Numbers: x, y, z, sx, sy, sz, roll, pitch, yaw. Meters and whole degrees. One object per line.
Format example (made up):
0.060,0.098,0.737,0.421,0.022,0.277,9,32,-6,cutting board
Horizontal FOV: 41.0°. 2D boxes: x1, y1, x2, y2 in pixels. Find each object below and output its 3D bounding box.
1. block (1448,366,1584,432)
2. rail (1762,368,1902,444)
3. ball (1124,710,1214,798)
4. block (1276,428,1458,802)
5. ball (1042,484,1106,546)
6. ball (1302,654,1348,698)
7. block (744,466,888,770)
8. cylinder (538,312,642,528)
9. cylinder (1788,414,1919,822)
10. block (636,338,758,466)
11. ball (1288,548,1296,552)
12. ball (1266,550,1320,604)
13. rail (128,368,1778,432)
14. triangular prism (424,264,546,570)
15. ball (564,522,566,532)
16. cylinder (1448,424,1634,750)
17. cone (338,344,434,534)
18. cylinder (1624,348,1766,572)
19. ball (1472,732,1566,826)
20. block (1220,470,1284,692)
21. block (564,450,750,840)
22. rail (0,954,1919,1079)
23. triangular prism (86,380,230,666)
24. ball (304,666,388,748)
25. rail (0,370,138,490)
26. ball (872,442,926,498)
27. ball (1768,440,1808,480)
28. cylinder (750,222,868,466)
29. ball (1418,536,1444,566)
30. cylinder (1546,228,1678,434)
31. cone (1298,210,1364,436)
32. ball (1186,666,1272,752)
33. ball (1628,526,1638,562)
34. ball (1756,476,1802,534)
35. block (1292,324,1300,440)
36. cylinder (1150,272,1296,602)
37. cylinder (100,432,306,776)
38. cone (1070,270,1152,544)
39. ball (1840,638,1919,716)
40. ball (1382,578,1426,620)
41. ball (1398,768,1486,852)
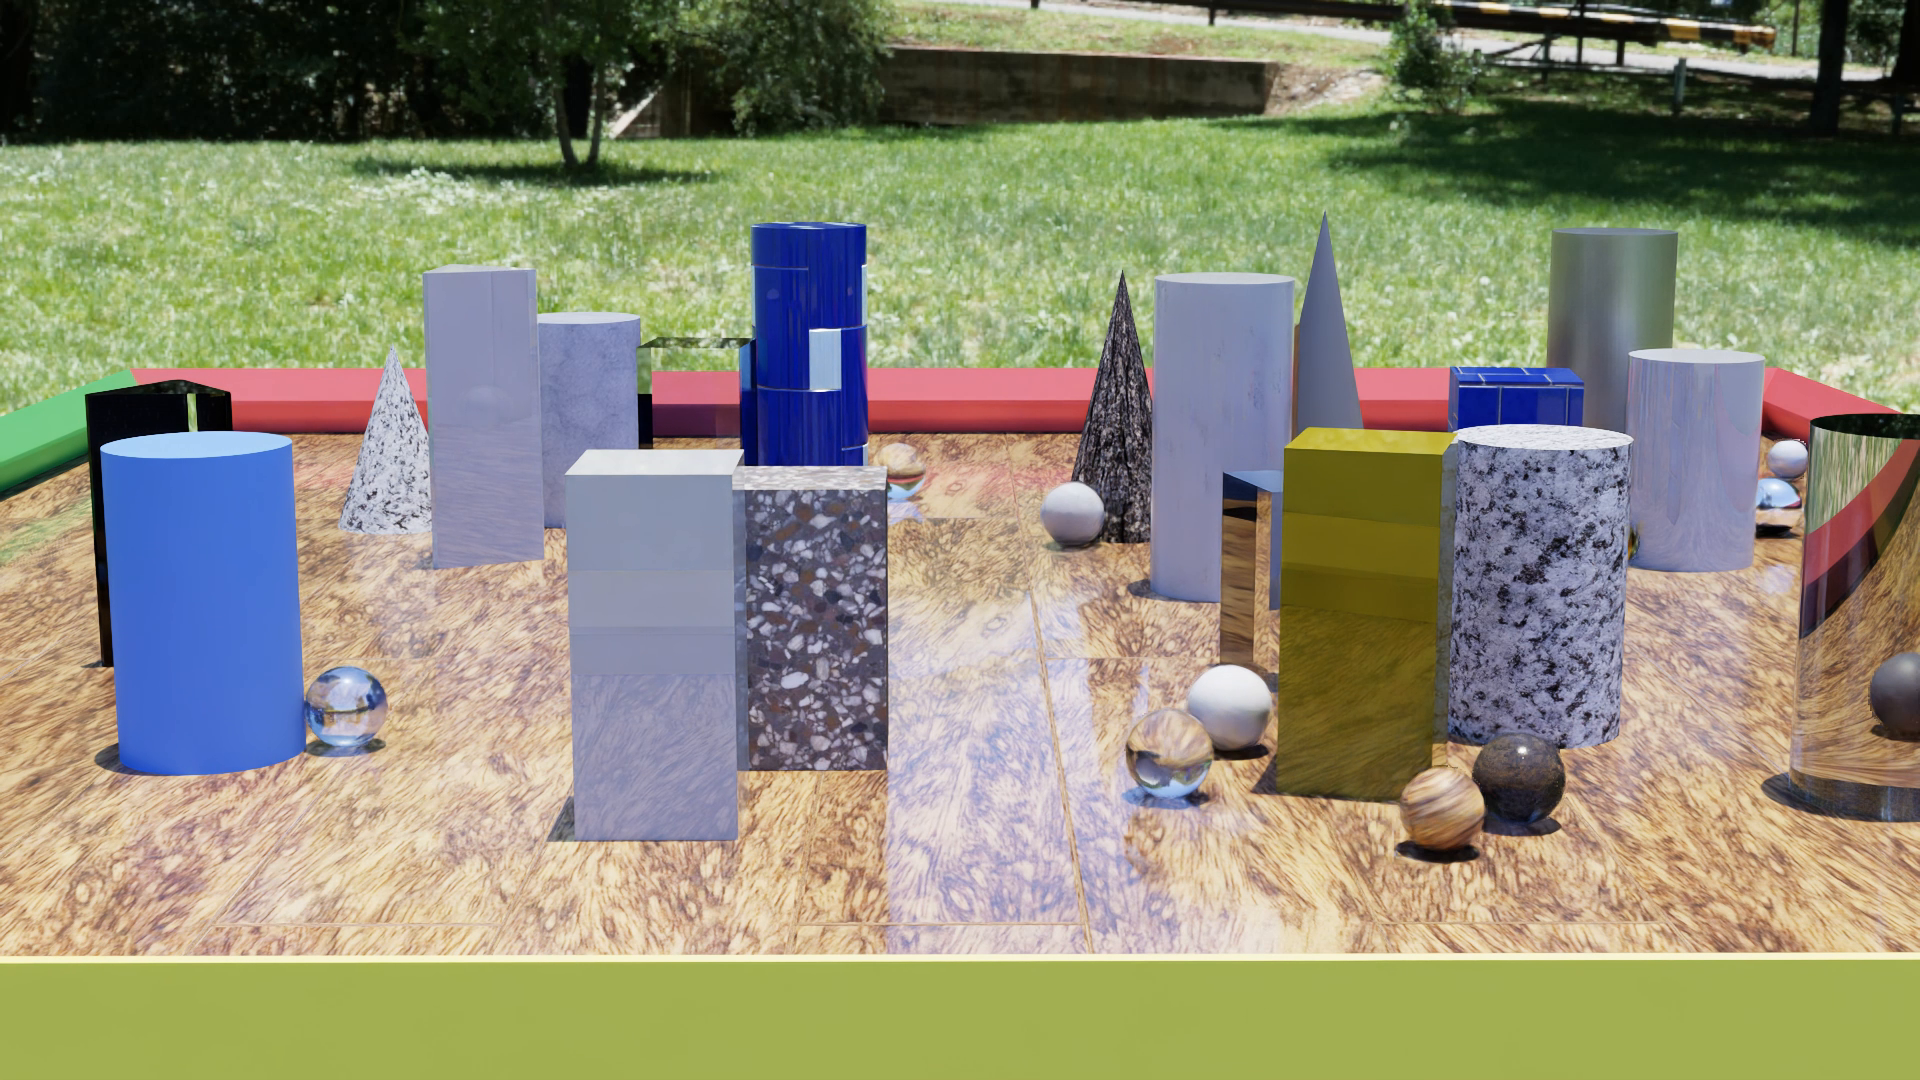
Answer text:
0.716,-0.051,3.340,0.155,0.331,0.155,1,11,6,block
1.625,0.031,3.458,0.045,0.126,3.436,0,11,0,rail
0.210,0.214,2.574,0.089,0.089,0.089,0,11,0,ball
0.416,0.073,2.618,0.155,0.352,0.155,3,11,16,block
0.173,-0.039,3.916,0.097,0.097,0.097,0,11,0,ball
0.424,0.158,2.979,0.052,0.052,0.052,0,11,0,ball
-0.155,0.080,2.728,0.155,0.297,0.155,0,11,-1,block
-0.609,-0.196,4.137,0.193,0.326,0.193,0,11,0,cylinder
0.938,0.072,2.558,0.193,0.375,0.193,0,11,0,cylinder
-0.399,-0.149,3.932,0.155,0.308,0.155,1,11,5,block
0.468,0.034,3.669,0.044,0.044,0.044,0,11,0,ball
0.454,0.051,3.497,0.073,0.073,0.073,0,11,0,ball
-0.010,-0.277,5.115,3.298,0.126,0.045,0,11,0,rail
-0.725,-0.188,3.805,0.167,0.431,0.145,-5,12,-27,triangular prism
-0.549,-0.020,3.845,0.086,0.086,0.086,0,11,0,ball
0.634,0.048,2.824,0.193,0.326,0.193,0,11,0,cylinder
-0.899,-0.170,4.088,0.193,0.292,0.193,0,11,0,cone
1.079,-0.121,3.788,0.193,0.304,0.193,0,11,0,cylinder
0.541,0.231,2.484,0.089,0.089,0.089,0,11,0,ball
0.414,0.045,3.078,0.155,0.239,0.155,-3,11,-15,block
-0.289,0.098,2.480,0.155,0.352,0.155,0,11,-1,block
0.010,0.342,1.783,3.298,0.126,0.045,0,11,0,rail
-0.975,-0.025,3.188,0.167,0.335,0.145,-1,11,-7,triangular prism
-0.662,0.180,2.765,0.088,0.088,0.088,0,11,0,ball
-1.625,0.034,3.440,0.045,0.126,3.436,0,11,0,rail
-0.104,-0.117,4.342,0.095,0.095,0.095,0,11,0,ball
1.468,-0.142,4.544,0.071,0.071,0.071,0,11,0,ball
-0.251,-0.294,4.288,0.193,0.462,0.193,0,11,0,cylinder
0.695,0.017,3.767,0.043,0.043,0.043,0,11,0,ball
1.031,-0.257,4.081,0.193,0.466,0.193,0,11,0,cylinder
0.634,-0.341,4.499,0.193,0.478,0.193,0,11,0,cone
0.289,0.180,2.751,0.092,0.092,0.092,0,11,0,ball
0.953,0.003,3.750,0.074,0.074,0.074,0,11,0,ball
1.272,-0.054,4.016,0.090,0.090,0.090,0,11,0,ball
0.472,-0.205,4.261,0.155,0.298,0.155,3,11,16,block
0.364,-0.146,3.567,0.193,0.436,0.193,0,11,0,cylinder
-0.801,0.063,2.724,0.193,0.332,0.193,0,11,0,cylinder
0.251,-0.216,4.002,0.193,0.414,0.193,0,11,0,cone
1.040,0.155,2.894,0.089,0.089,0.089,0,11,0,ball
0.589,0.078,3.398,0.057,0.057,0.057,0,11,0,ball
0.451,0.252,2.398,0.079,0.079,0.079,0,11,0,ball
